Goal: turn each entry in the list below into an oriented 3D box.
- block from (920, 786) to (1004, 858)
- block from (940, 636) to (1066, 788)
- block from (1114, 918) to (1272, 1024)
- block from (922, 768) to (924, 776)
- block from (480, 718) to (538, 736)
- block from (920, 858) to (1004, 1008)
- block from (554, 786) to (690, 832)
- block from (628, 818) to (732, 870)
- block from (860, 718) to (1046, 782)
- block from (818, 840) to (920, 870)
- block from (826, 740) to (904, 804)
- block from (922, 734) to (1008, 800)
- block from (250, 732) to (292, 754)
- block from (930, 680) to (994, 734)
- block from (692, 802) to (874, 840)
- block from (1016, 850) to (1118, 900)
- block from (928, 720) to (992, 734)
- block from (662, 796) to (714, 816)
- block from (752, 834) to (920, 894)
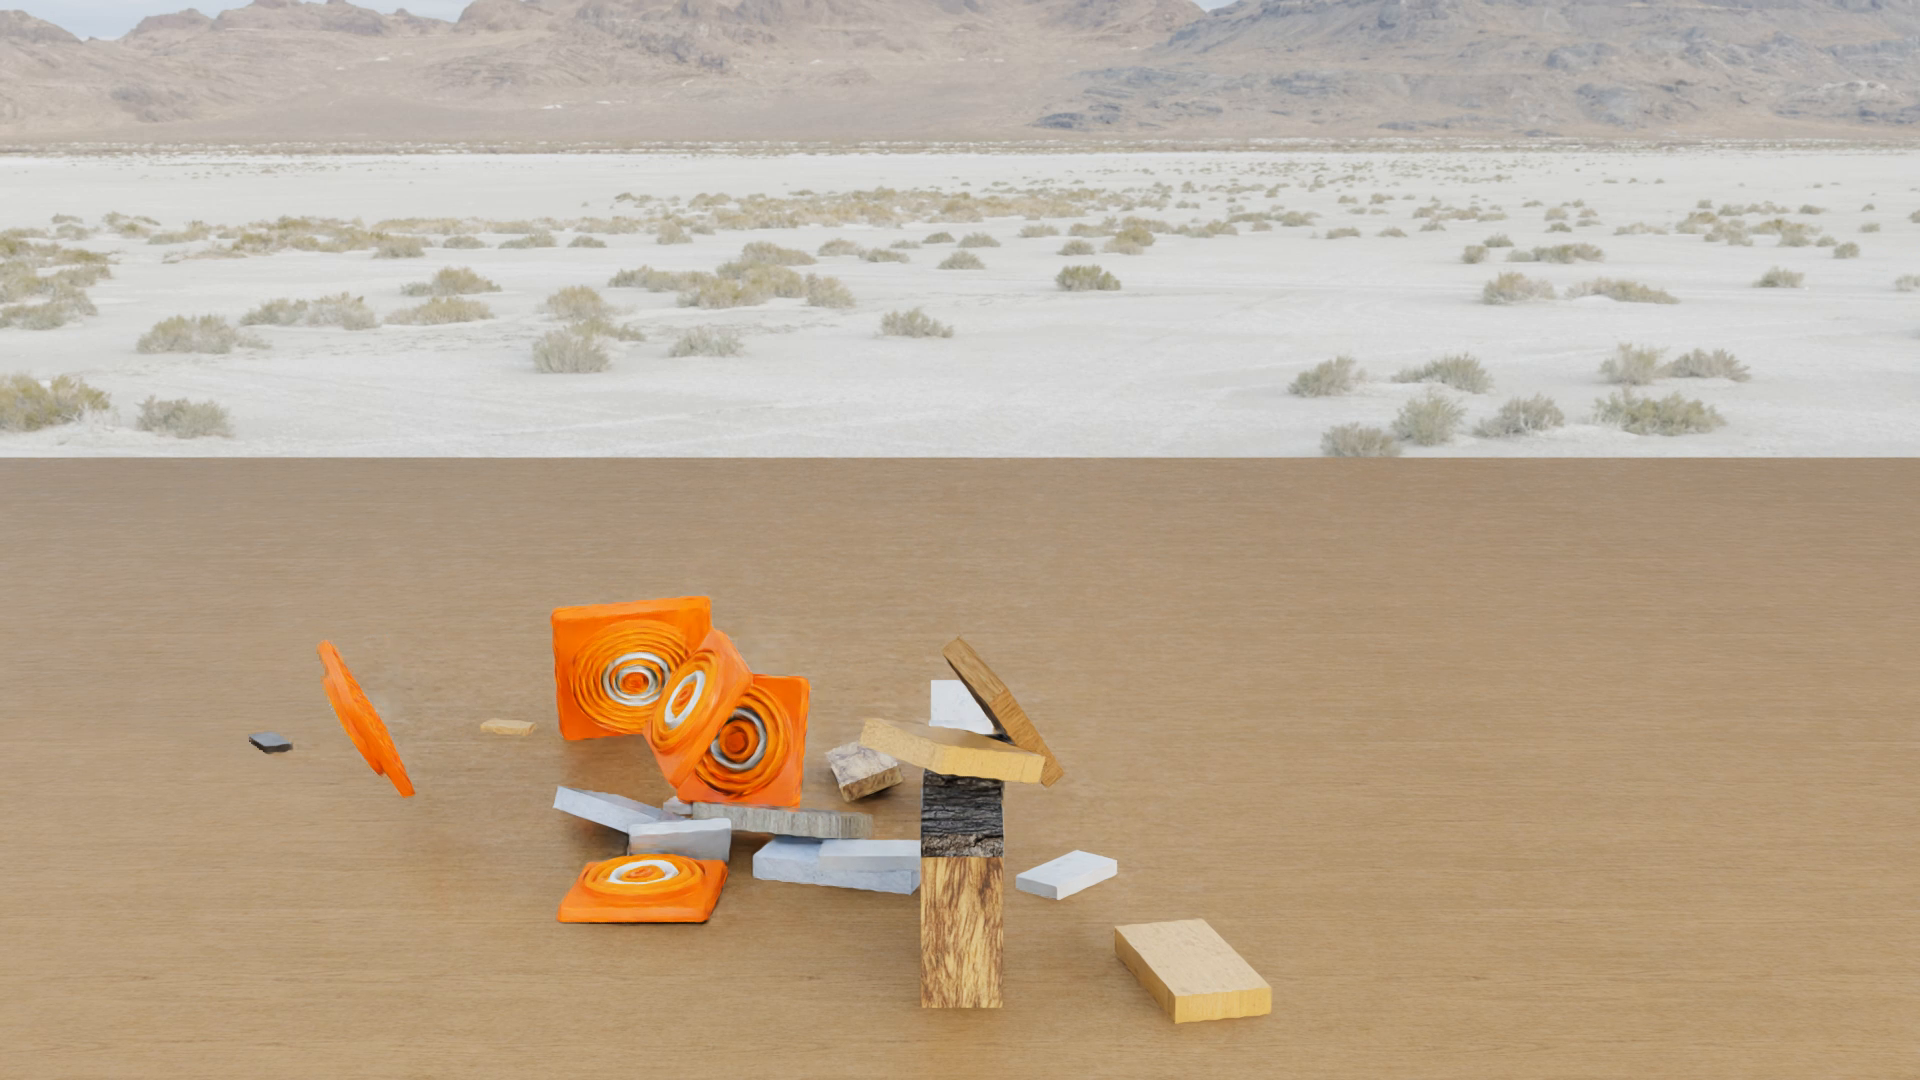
[{"bbox_3d":[0.003,0.413,3.239,0.118,0.033,0.236,0,11,0],"label":"block"},{"bbox_3d":[0.073,0.287,3.640,0.041,0.289,0.144,-39,49,-5],"label":"block"},{"bbox_3d":[0.344,0.640,3.285,0.144,0.041,0.289,-3,11,-13],"label":"block"},{"bbox_3d":[0.002,0.481,3.584,0.123,0.246,0.035,0,11,-2],"label":"block"},{"bbox_3d":[-0.958,0.397,4.667,0.106,0.015,0.053,3,11,16],"label":"block"},{"bbox_3d":[0.003,0.560,3.186,0.118,0.236,0.033,0,11,0],"label":"block"},{"bbox_3d":[-0.584,0.497,3.939,0.283,0.040,0.141,10,-5,43],"label":"block"},{"bbox_3d":[-0.484,0.523,3.790,0.173,0.086,0.024,-3,42,-14],"label":"block"},{"bbox_3d":[-0.008,0.314,3.276,0.144,0.041,0.289,16,1,33],"label":"block"},{"bbox_3d":[-0.148,0.530,3.704,0.173,0.024,0.086,0,11,2],"label":"block"},{"bbox_3d":[-0.186,0.440,4.279,0.119,0.034,0.238,-21,14,-6],"label":"block"},{"bbox_3d":[0.010,0.358,3.479,0.123,0.035,0.246,0,11,3],"label":"block"},{"bbox_3d":[-1.424,0.419,4.546,0.053,0.015,0.106,-7,13,-35],"label":"block"},{"bbox_3d":[0.004,0.384,4.178,0.119,0.238,0.034,0,-23,-1],"label":"block"},{"bbox_3d":[-0.309,0.491,3.855,0.283,0.040,0.141,2,-5,21],"label":"block"},{"bbox_3d":[0.182,0.567,3.725,0.086,0.024,0.173,8,13,38],"label":"block"},{"bbox_3d":[0.002,0.435,4.070,0.119,0.034,0.239,0,44,-1],"label":"block"},{"bbox_3d":[-0.496,0.499,4.108,0.106,0.015,0.053,5,10,15],"label":"block"},{"bbox_3d":[-0.197,0.551,3.767,0.283,0.040,0.141,3,11,17],"label":"block"}]
